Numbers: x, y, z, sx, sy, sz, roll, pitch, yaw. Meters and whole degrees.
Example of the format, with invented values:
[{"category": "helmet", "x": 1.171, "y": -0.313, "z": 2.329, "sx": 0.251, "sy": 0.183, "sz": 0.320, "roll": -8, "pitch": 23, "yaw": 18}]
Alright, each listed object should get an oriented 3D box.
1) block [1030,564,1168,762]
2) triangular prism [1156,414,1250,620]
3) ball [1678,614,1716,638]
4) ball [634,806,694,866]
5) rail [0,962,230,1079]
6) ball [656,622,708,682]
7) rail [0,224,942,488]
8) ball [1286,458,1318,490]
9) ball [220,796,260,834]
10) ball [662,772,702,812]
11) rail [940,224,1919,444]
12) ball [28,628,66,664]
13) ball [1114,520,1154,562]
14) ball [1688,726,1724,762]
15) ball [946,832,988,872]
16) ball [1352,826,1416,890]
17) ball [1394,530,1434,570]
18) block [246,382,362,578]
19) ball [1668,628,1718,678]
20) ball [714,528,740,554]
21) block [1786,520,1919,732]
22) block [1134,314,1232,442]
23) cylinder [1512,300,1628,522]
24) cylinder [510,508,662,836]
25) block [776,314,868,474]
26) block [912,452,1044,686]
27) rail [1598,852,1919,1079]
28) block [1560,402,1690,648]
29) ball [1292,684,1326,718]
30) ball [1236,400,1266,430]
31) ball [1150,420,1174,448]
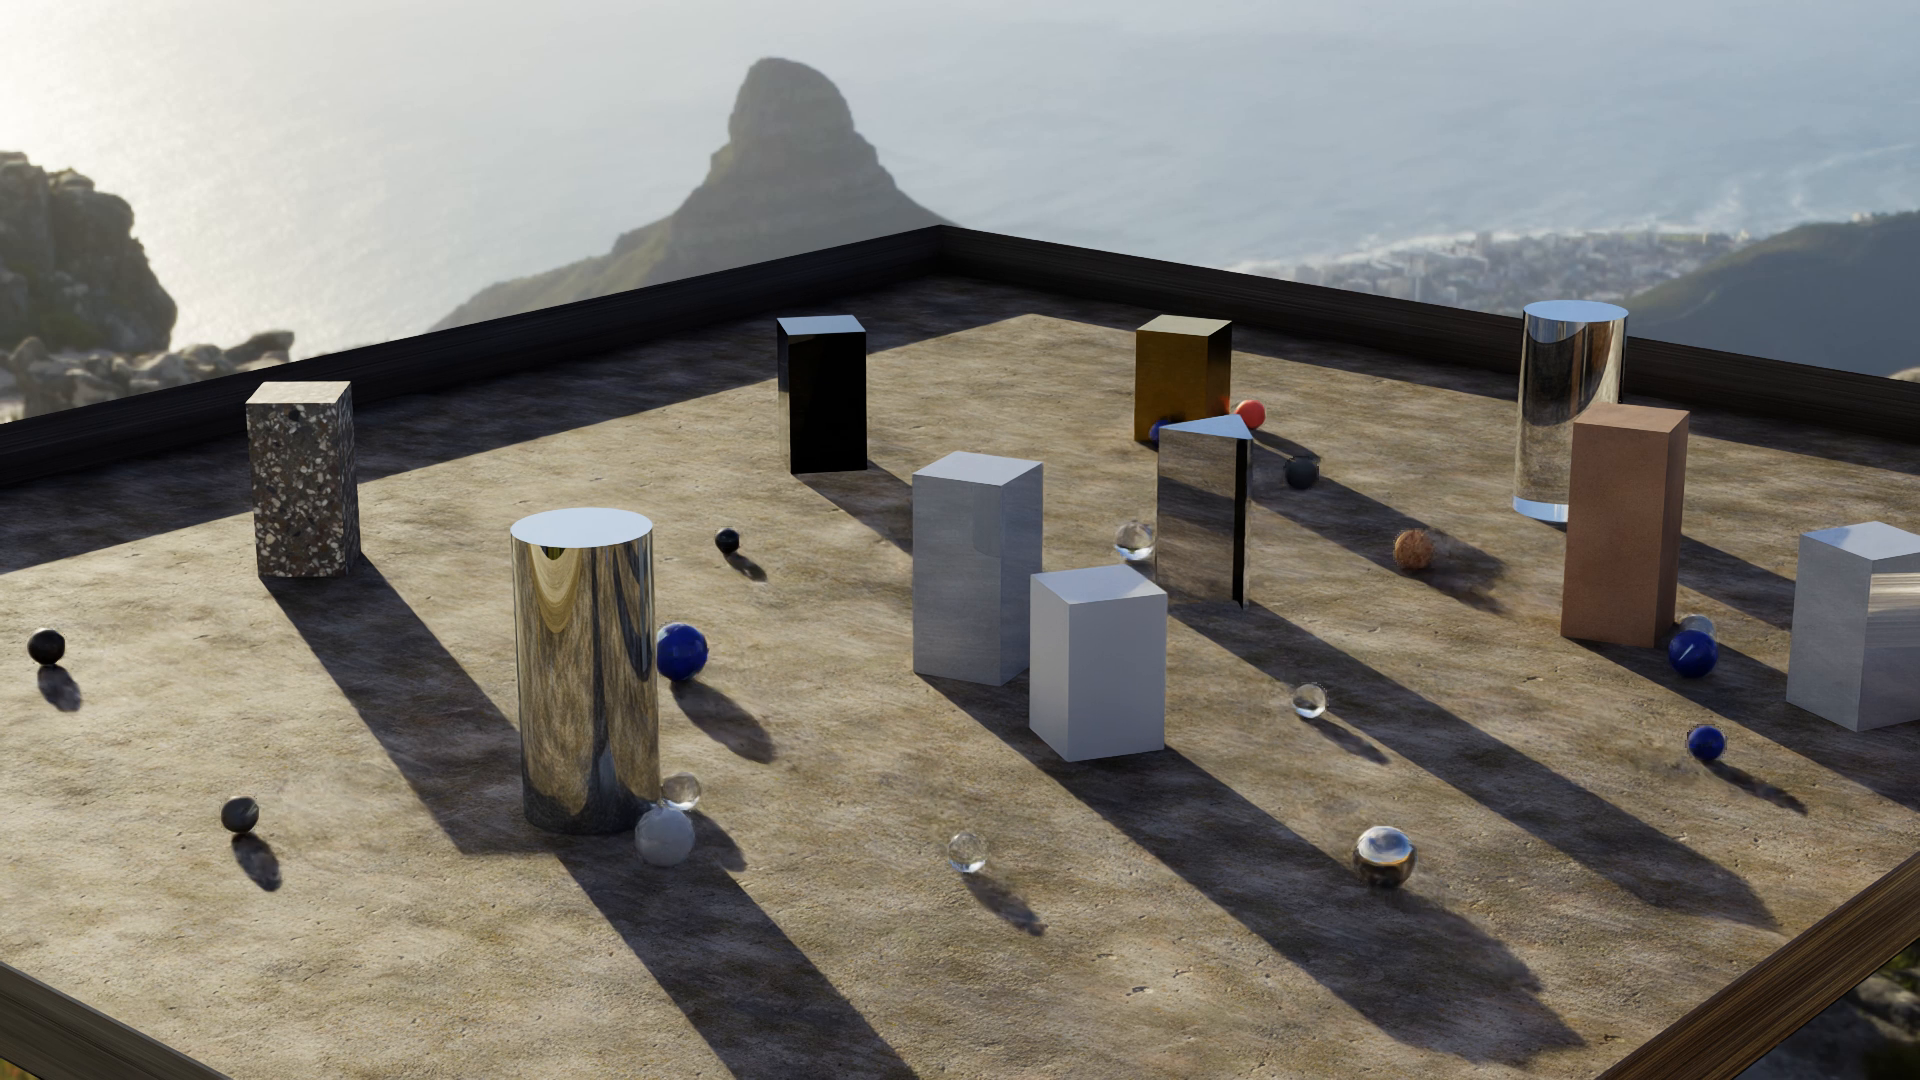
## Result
[{"category": "block", "x": 0.207, "y": 0.183, "z": 4.414, "sx": 0.156, "sy": 0.247, "sz": 0.156, "roll": -6, "pitch": 18, "yaw": -19}, {"category": "triangular prism", "x": 0.446, "y": -0.046, "z": 5.050, "sx": 0.169, "sy": 0.319, "sz": 0.146, "roll": 9, "pitch": 19, "yaw": 26}, {"category": "ball", "x": 1.218, "y": 0.152, "z": 4.845, "sx": 0.059, "sy": 0.059, "sz": 0.059, "roll": 0, "pitch": 17, "yaw": 0}, {"category": "ball", "x": -0.401, "y": 0.402, "z": 3.975, "sx": 0.081, "sy": 0.081, "sz": 0.081, "roll": 0, "pitch": 17, "yaw": 0}, {"category": "rail", "x": -1.348, "y": 0.480, "z": 3.633, "sx": 3.752, "sy": 0.127, "sz": 0.045, "roll": 14, "pitch": 22, "yaw": 39}, {"category": "ball", "x": -0.450, "y": 0.179, "z": 4.693, "sx": 0.094, "sy": 0.094, "sz": 0.094, "roll": 0, "pitch": 17, "yaw": 0}, {"category": "rail", "x": -1.399, "y": -0.319, "z": 6.283, "sx": 0.045, "sy": 0.127, "sz": 4.160, "roll": 14, "pitch": 22, "yaw": 39}, {"category": "ball", "x": 0.671, "y": -0.130, "z": 5.773, "sx": 0.063, "sy": 0.063, "sz": 0.063, "roll": 0, "pitch": 17, "yaw": 0}, {"category": "ball", "x": -1.004, "y": 0.382, "z": 4.090, "sx": 0.053, "sy": 0.053, "sz": 0.053, "roll": 0, "pitch": 17, "yaw": 0}, {"category": "ball", "x": -0.396, "y": 0.357, "z": 4.166, "sx": 0.056, "sy": 0.056, "sz": 0.056, "roll": 0, "pitch": 17, "yaw": 0}, {"category": "rail", "x": 1.348, "y": -0.417, "z": 6.607, "sx": 3.752, "sy": 0.127, "sz": 0.045, "roll": 14, "pitch": 22, "yaw": 39}, {"category": "ball", "x": -1.486, "y": 0.173, "z": 4.771, "sx": 0.060, "sy": 0.060, "sz": 0.060, "roll": 0, "pitch": 17, "yaw": 0}, {"category": "ball", "x": 0.316, "y": 0.002, "z": 5.316, "sx": 0.073, "sy": 0.073, "sz": 0.073, "roll": 0, "pitch": 17, "yaw": 0}, {"category": "ball", "x": 1.108, "y": 0.302, "z": 4.355, "sx": 0.053, "sy": 0.053, "sz": 0.053, "roll": 0, "pitch": 17, "yaw": 0}, {"category": "ball", "x": 0.009, "y": 0.422, "z": 3.956, "sx": 0.055, "sy": 0.055, "sz": 0.055, "roll": 0, "pitch": 17, "yaw": 0}, {"category": "ball", "x": 0.565, "y": 0.422, "z": 3.903, "sx": 0.084, "sy": 0.084, "sz": 0.084, "roll": 0, "pitch": 17, "yaw": 0}, {"category": "ball", "x": 0.816, "y": 0.018, "z": 5.268, "sx": 0.071, "sy": 0.071, "sz": 0.071, "roll": 0, "pitch": 17, "yaw": 0}, {"category": "block", "x": -1.175, "y": -0.110, "z": 5.260, "sx": 0.156, "sy": 0.319, "sz": 0.156, "roll": 0, "pitch": 17, "yaw": -1}, {"category": "ball", "x": 1.178, "y": 0.182, "z": 4.710, "sx": 0.079, "sy": 0.079, "sz": 0.079, "roll": 0, "pitch": 17, "yaw": 0}, {"category": "ball", "x": -0.425, "y": 0.002, "z": 5.364, "sx": 0.046, "sy": 0.046, "sz": 0.046, "roll": 0, "pitch": 17, "yaw": 0}, {"category": "block", "x": 1.403, "y": 0.132, "z": 4.537, "sx": 0.156, "sy": 0.274, "sz": 0.156, "roll": -8, "pitch": 19, "yaw": -25}, {"category": "block", "x": 0.467, "y": -0.333, "z": 6.139, "sx": 0.156, "sy": 0.239, "sz": 0.156, "roll": 7, "pitch": 18, "yaw": 22}, {"category": "cylinder", "x": 1.164, "y": -0.248, "z": 5.597, "sx": 0.195, "sy": 0.388, "sz": 0.195, "roll": 0, "pitch": 17, "yaw": 0}, {"category": "cylinder", "x": -0.523, "y": 0.183, "z": 4.117, "sx": 0.195, "sy": 0.419, "sz": 0.195, "roll": 0, "pitch": 17, "yaw": 0}, {"category": "block", "x": -0.279, "y": -0.296, "z": 5.933, "sx": 0.156, "sy": 0.286, "sz": 0.156, "roll": -3, "pitch": 17, "yaw": -11}, {"category": "block", "x": 0.029, "y": 0.044, "z": 4.725, "sx": 0.156, "sy": 0.333, "sz": 0.156, "roll": 8, "pitch": 19, "yaw": 25}, {"category": "rail", "x": 1.399, "y": 0.382, "z": 3.958, "sx": 0.045, "sy": 0.127, "sz": 4.160, "roll": 14, "pitch": 22, "yaw": 39}, {"category": "block", "x": 1.111, "y": -0.027, "z": 4.899, "sx": 0.156, "sy": 0.369, "sz": 0.156, "roll": 8, "pitch": 18, "yaw": 24}, {"category": "ball", "x": 0.540, "y": 0.249, "z": 4.533, "sx": 0.052, "sy": 0.052, "sz": 0.052, "roll": 0, "pitch": 17, "yaw": 0}, {"category": "ball", "x": 0.616, "y": -0.266, "z": 6.219, "sx": 0.065, "sy": 0.065, "sz": 0.065, "roll": 0, "pitch": 17, "yaw": 0}, {"category": "ball", "x": 0.422, "y": -0.219, "z": 6.070, "sx": 0.061, "sy": 0.061, "sz": 0.061, "roll": 0, "pitch": 17, "yaw": 0}]
